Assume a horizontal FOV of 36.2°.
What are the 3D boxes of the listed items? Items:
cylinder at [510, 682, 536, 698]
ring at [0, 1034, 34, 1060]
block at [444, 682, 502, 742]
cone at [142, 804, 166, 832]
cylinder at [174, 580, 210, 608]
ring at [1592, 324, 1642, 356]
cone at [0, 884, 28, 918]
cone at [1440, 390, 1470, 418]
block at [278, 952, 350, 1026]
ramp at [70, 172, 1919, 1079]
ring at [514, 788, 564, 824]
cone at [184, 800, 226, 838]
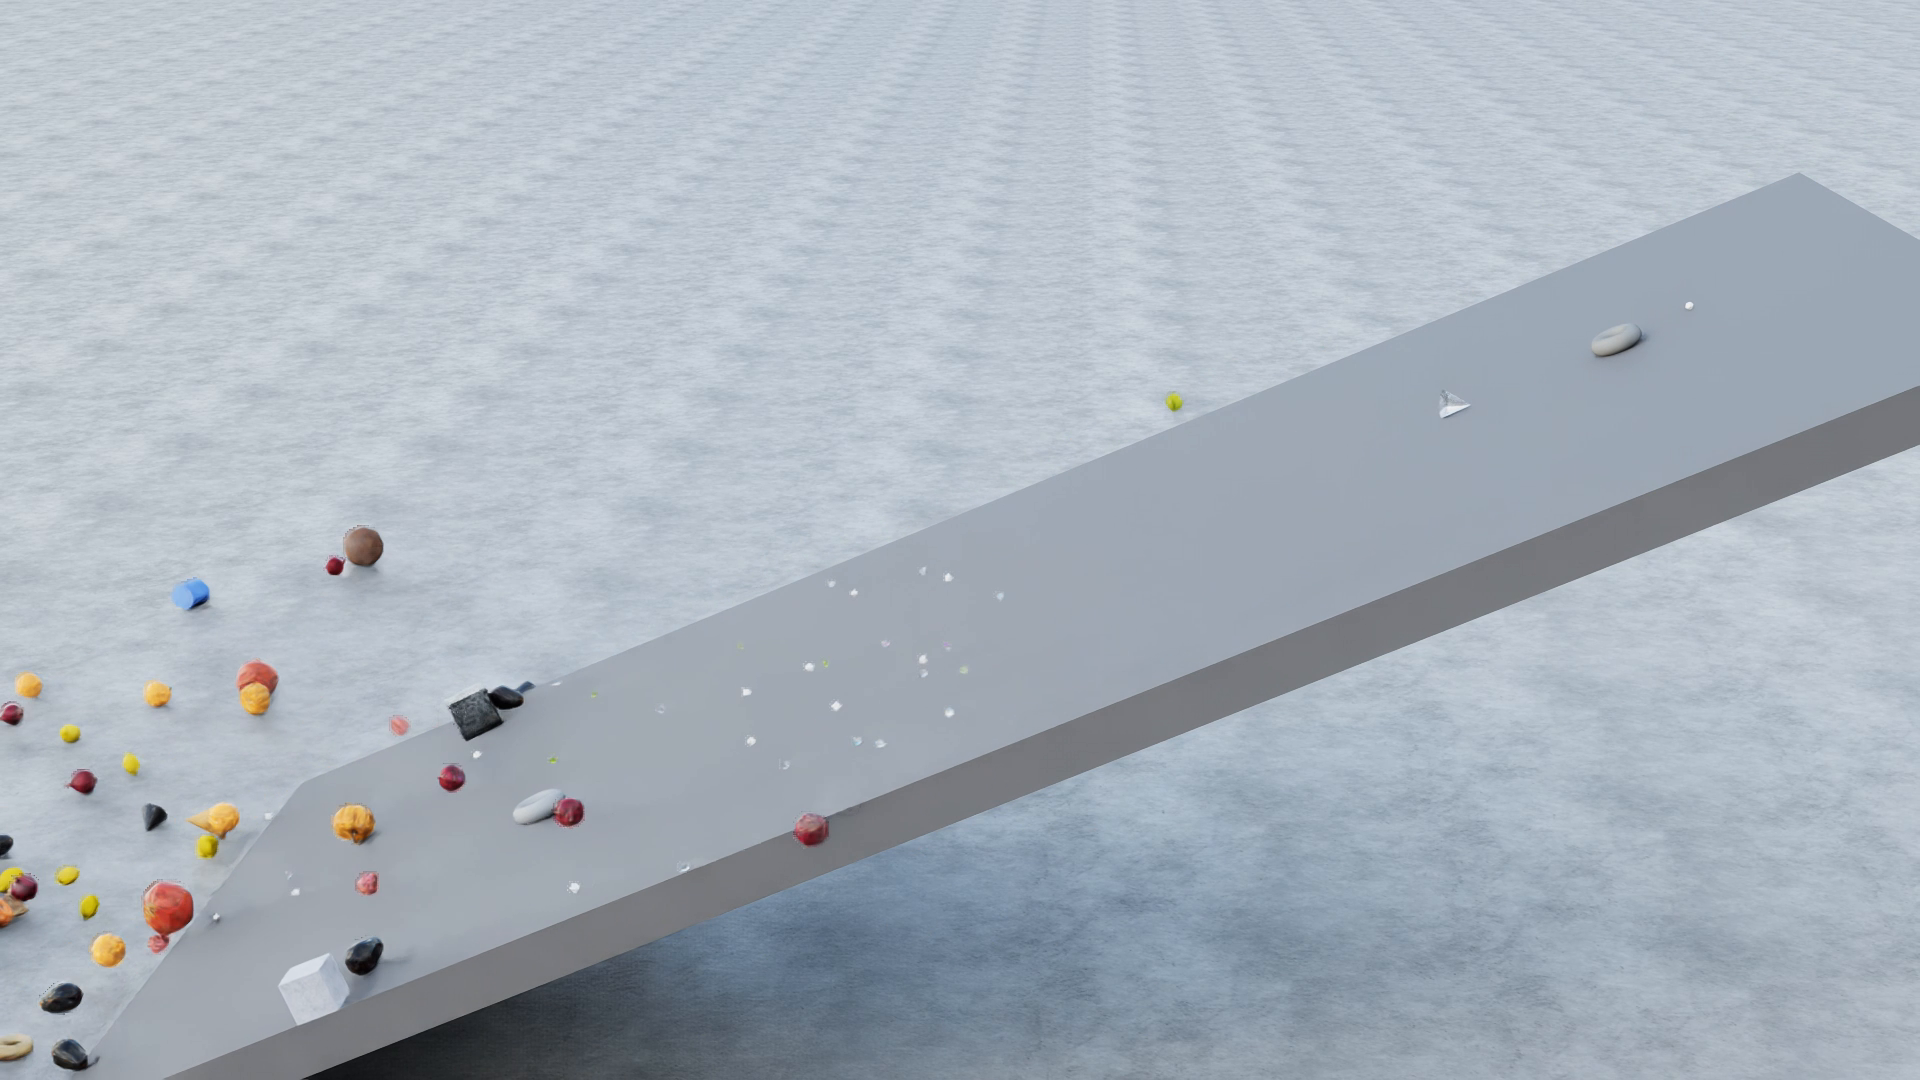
[{"bbox_3d":[-1.129,0.401,7.608,0.053,0.053,0.053,6,28,22],"label":"cylinder"},{"bbox_3d":[-1.980,1.059,6.141,0.090,0.030,0.090,-1,15,0],"label":"ring"},{"bbox_3d":[-1.195,0.421,7.217,0.099,0.099,0.099,-27,13,-12],"label":"block"},{"bbox_3d":[-2.053,0.716,7.456,0.066,0.066,0.066,2,41,7],"label":"cone"},{"bbox_3d":[-2.464,0.175,9.430,0.080,0.080,0.080,8,10,27],"label":"cylinder"},{"bbox_3d":[1.369,-0.418,6.138,0.109,0.036,0.109,-24,13,6],"label":"ring"},{"bbox_3d":[-2.225,0.839,6.903,0.070,0.070,0.070,0,15,0],"label":"cone"},{"bbox_3d":[1.048,-0.286,6.202,0.060,0.060,0.060,2,14,-5],"label":"cone"},{"bbox_3d":[-1.213,0.844,5.528,0.086,0.086,0.086,-22,13,10],"label":"block"},{"bbox_3d":[0.129,0.171,6.286,4.000,0.100,2.000,-22,13,8],"label":"ramp"},{"bbox_3d":[-0.888,0.562,6.210,0.116,0.039,0.116,-23,11,5],"label":"ring"},{"bbox_3d":[-1.891,0.701,7.363,0.098,0.098,0.098,-1,15,-14],"label":"cone"}]
